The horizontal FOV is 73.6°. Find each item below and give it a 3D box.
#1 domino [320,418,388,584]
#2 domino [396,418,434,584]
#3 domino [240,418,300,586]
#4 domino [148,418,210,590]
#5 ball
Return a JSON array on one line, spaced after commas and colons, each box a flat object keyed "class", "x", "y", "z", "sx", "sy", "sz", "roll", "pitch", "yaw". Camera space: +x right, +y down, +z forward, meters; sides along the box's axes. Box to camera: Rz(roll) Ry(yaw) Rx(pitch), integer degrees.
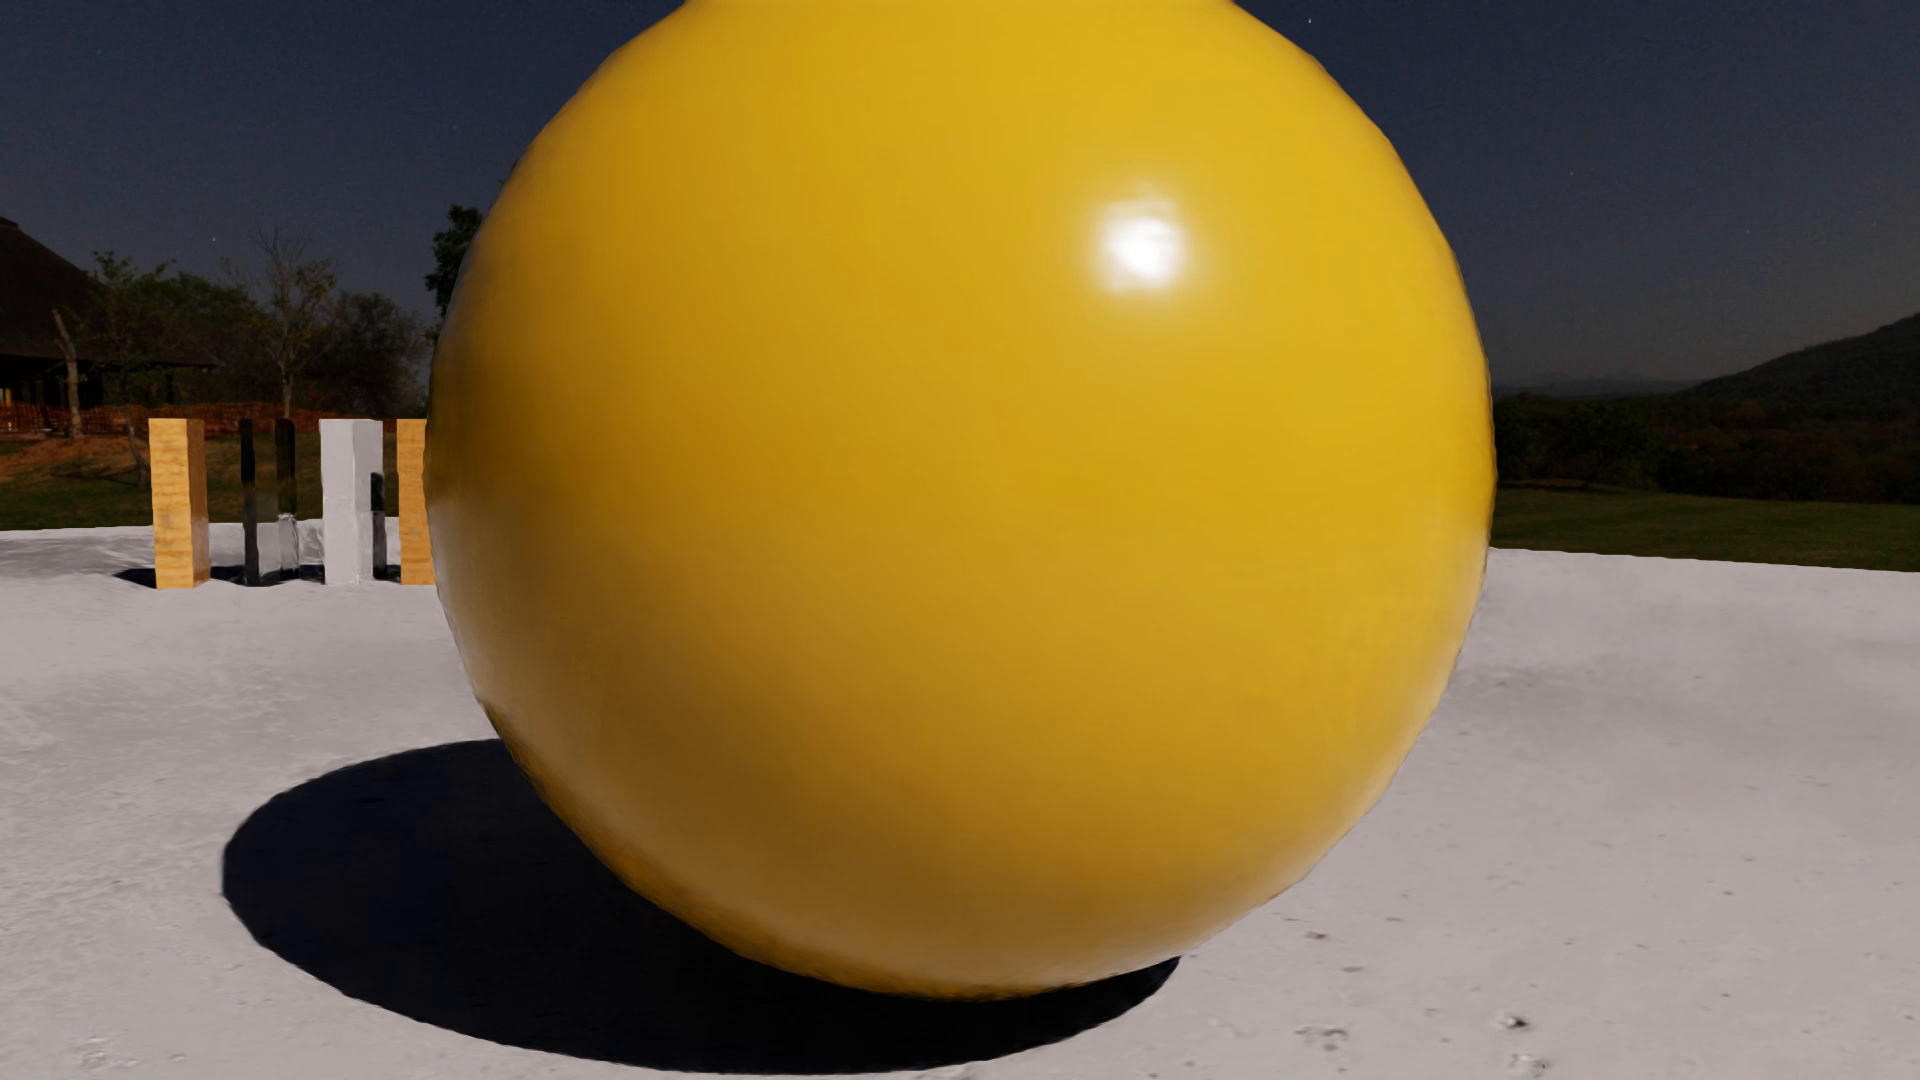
[{"class": "domino", "x": -0.188, "y": -0.012, "z": 0.399, "sx": 0.009, "sy": 0.050, "sz": 0.025, "roll": 0, "pitch": 4, "yaw": -5}, {"class": "domino", "x": -0.164, "y": -0.012, "z": 0.400, "sx": 0.009, "sy": 0.050, "sz": 0.025, "roll": 0, "pitch": 4, "yaw": 3}, {"class": "domino", "x": -0.212, "y": -0.012, "z": 0.395, "sx": 0.009, "sy": 0.050, "sz": 0.025, "roll": -1, "pitch": 4, "yaw": -16}, {"class": "domino", "x": -0.235, "y": -0.011, "z": 0.387, "sx": 0.009, "sy": 0.050, "sz": 0.025, "roll": -2, "pitch": 5, "yaw": -20}, {"class": "ball", "x": 0.000, "y": -0.005, "z": 0.103, "sx": 0.080, "sy": 0.080, "sz": 0.080, "roll": 0, "pitch": 4, "yaw": 0}]
